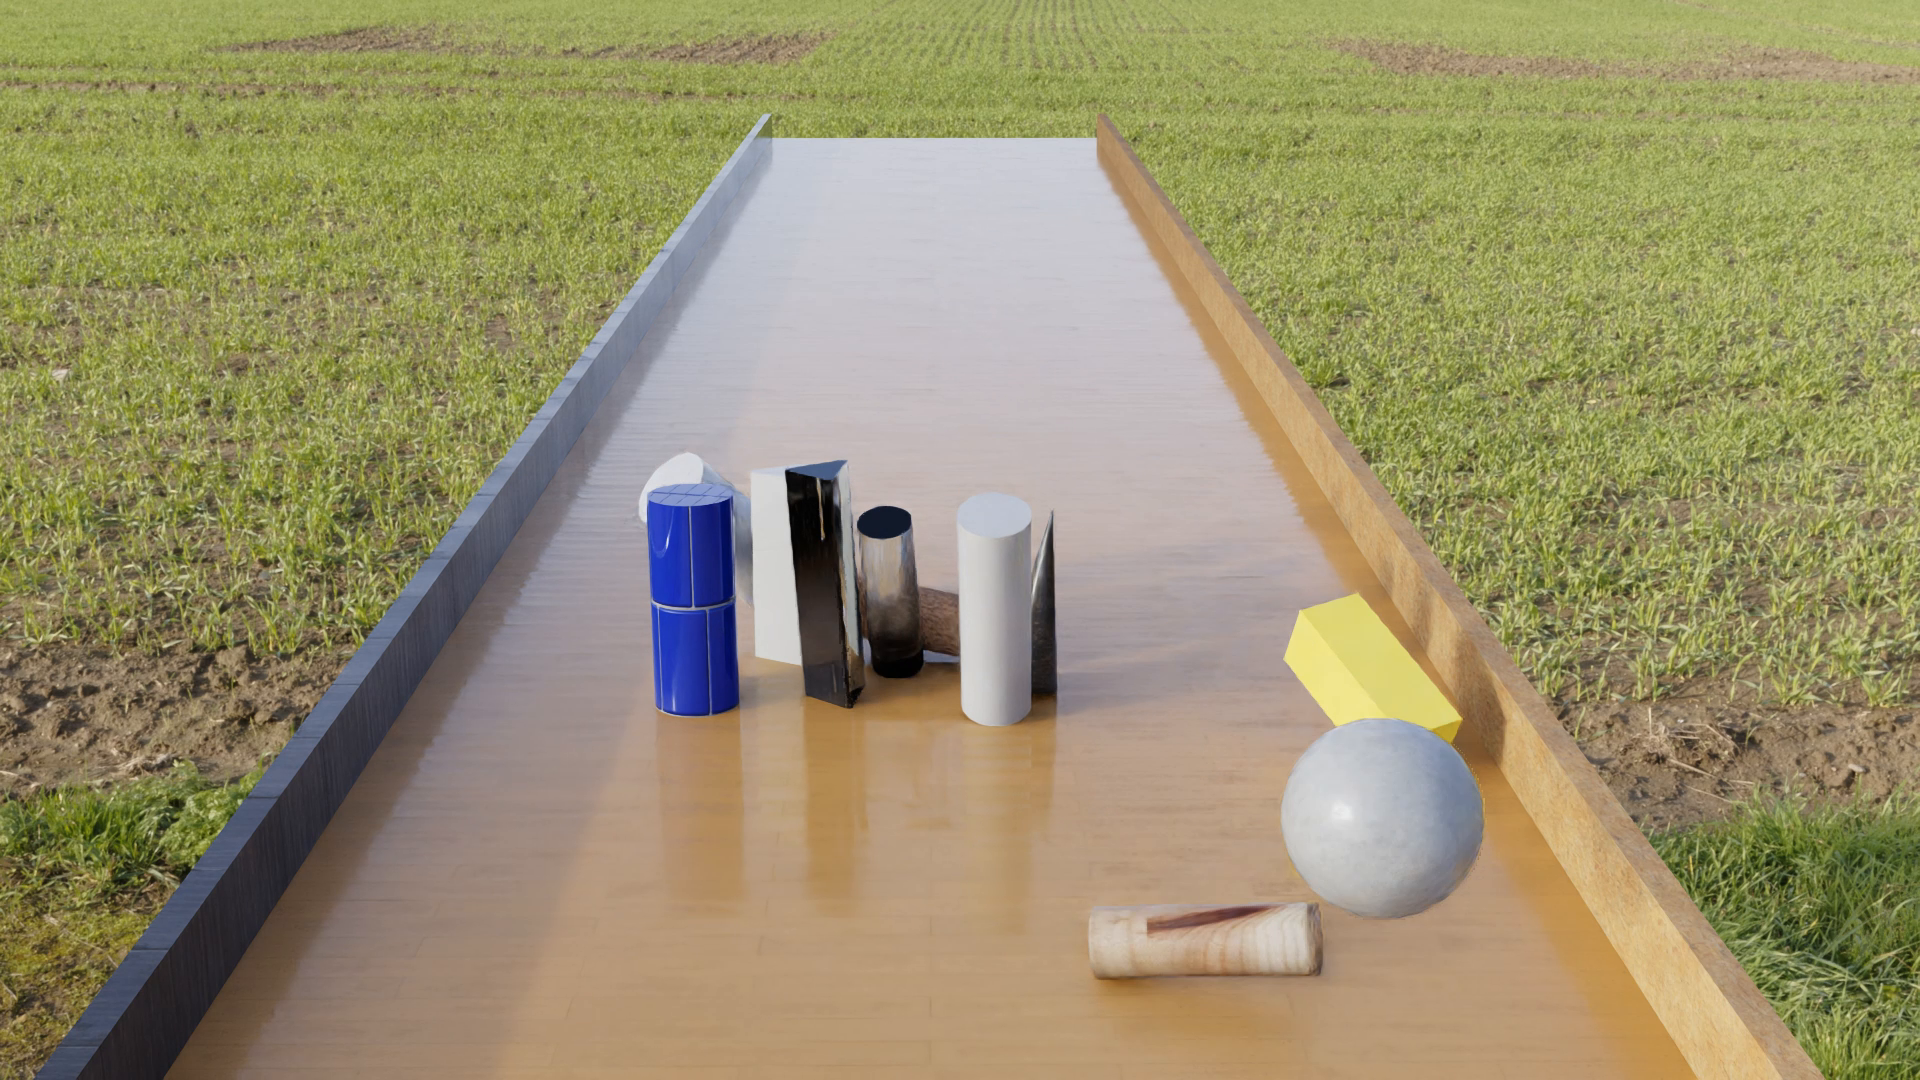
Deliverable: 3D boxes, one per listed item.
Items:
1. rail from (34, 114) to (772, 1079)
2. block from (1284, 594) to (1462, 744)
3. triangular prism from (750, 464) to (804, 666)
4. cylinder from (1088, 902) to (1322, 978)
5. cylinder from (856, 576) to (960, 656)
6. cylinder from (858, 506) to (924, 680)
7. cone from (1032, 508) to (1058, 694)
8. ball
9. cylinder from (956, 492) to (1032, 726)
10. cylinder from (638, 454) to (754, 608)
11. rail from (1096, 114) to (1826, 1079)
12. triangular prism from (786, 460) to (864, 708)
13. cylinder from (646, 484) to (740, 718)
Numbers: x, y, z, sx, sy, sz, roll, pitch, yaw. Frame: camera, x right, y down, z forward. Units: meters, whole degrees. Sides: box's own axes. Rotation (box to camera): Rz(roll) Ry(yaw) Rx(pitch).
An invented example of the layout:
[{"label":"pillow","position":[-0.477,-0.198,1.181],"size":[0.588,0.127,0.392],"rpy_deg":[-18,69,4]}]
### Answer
[{"label":"rail","position":[-1.118,-0.838,7.780],"size":[0.050,0.150,12.000],"rpy_deg":[0,17,-1]},{"label":"block","position":[0.723,0.260,3.873],"size":[0.127,0.127,0.318],"rpy_deg":[-15,49,-24]},{"label":"triangular prism","position":[-0.337,0.045,4.400],"size":[0.117,0.385,0.102],"rpy_deg":[9,19,28]},{"label":"cylinder","position":[0.345,0.562,3.088],"size":[0.314,0.100,0.100],"rpy_deg":[-4,15,16]},{"label":"cylinder","position":[-0.101,0.153,4.422],"size":[0.393,0.123,0.123],"rpy_deg":[10,18,12]},{"label":"cylinder","position":[-0.132,0.104,4.243],"size":[0.103,0.349,0.103],"rpy_deg":[-3,38,2]},{"label":"cone","position":[0.152,0.110,4.209],"size":[0.122,0.352,0.122],"rpy_deg":[8,9,-1]},{"label":"ball","position":[0.557,0.367,2.904],"size":[0.264,0.264,0.264],"rpy_deg":[0,17,0]},{"label":"cylinder","position":[0.064,0.130,3.986],"size":[0.132,0.440,0.132],"rpy_deg":[-1,37,1]},{"label":"cylinder","position":[-0.461,0.003,4.517],"size":[0.169,0.169,0.405],"rpy_deg":[20,-17,49]},{"label":"rail","position":[0.932,-0.844,7.801],"size":[0.050,0.150,12.000],"rpy_deg":[0,17,-1]},{"label":"triangular prism","position":[-0.232,0.079,4.146],"size":[0.118,0.457,0.102],"rpy_deg":[14,27,40]},{"label":"cylinder","position":[-0.500,0.112,4.129],"size":[0.160,0.410,0.160],"rpy_deg":[0,17,0]}]
